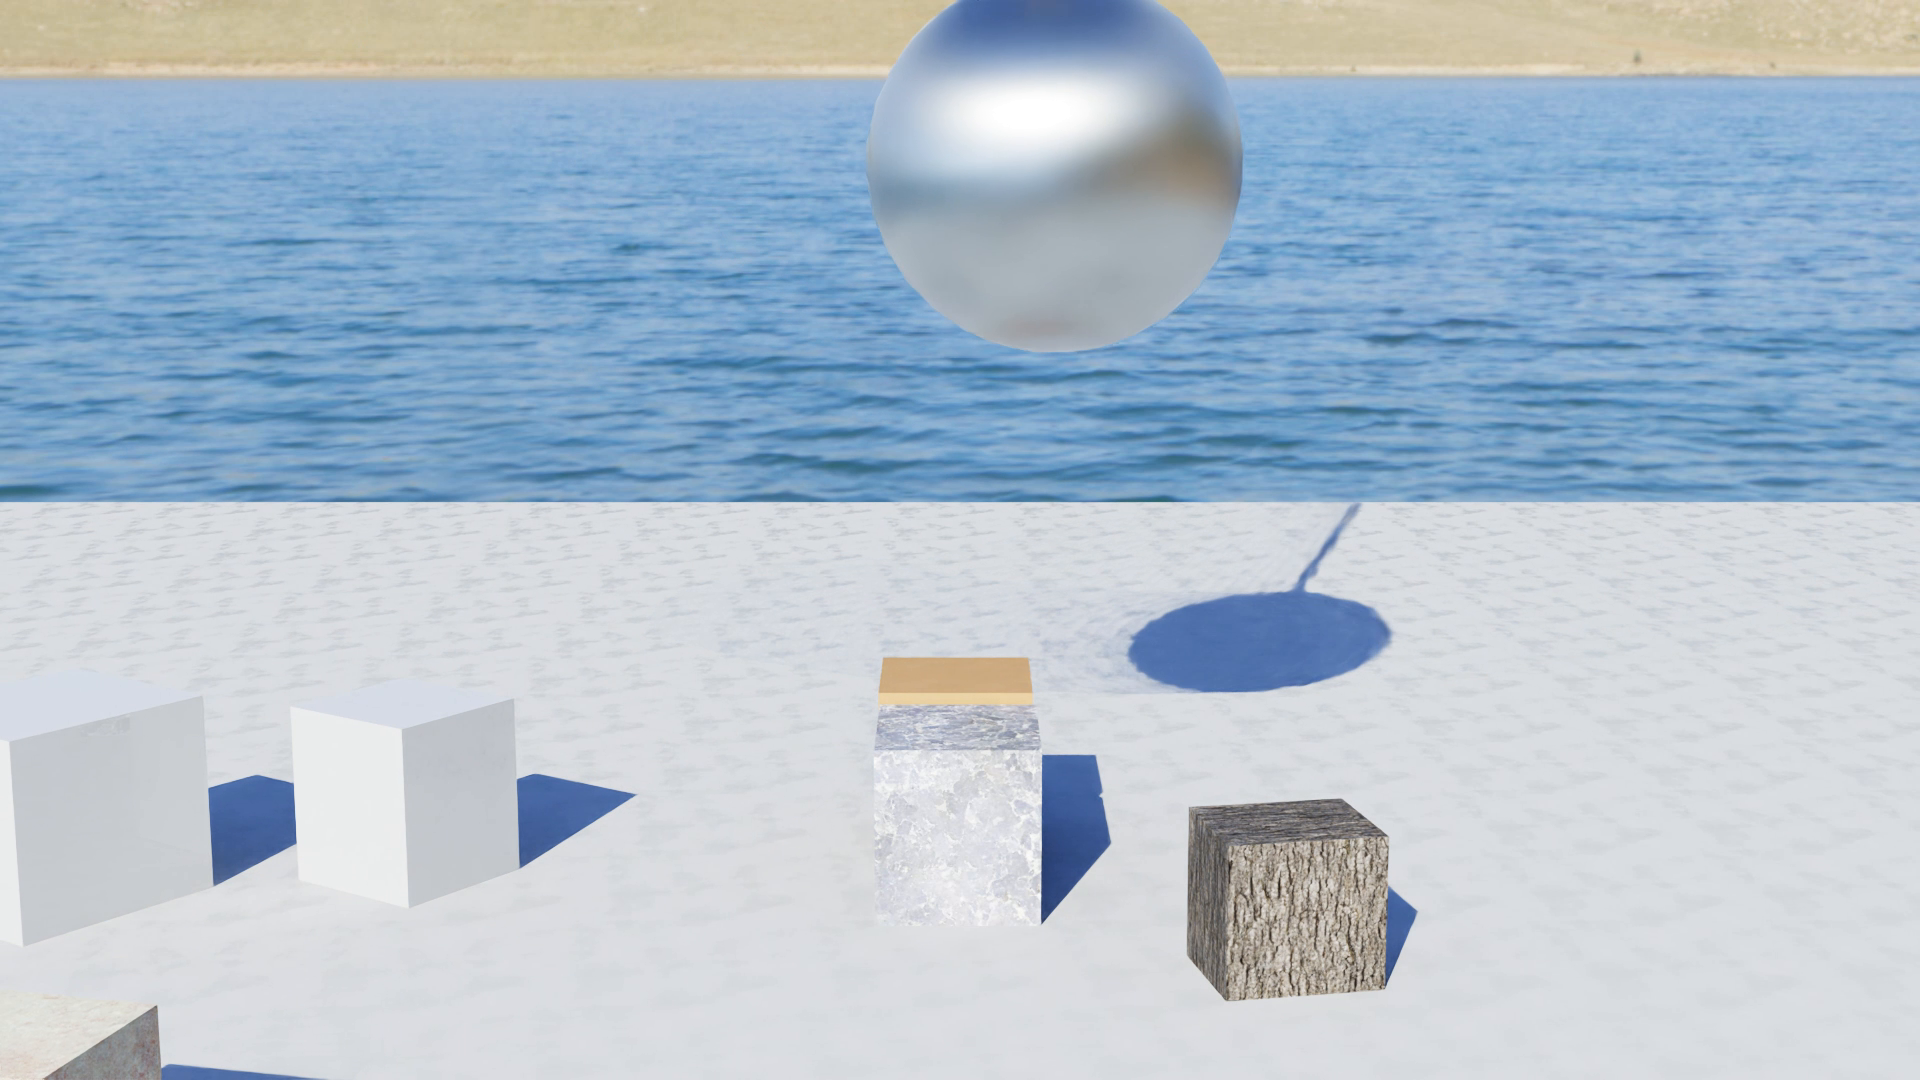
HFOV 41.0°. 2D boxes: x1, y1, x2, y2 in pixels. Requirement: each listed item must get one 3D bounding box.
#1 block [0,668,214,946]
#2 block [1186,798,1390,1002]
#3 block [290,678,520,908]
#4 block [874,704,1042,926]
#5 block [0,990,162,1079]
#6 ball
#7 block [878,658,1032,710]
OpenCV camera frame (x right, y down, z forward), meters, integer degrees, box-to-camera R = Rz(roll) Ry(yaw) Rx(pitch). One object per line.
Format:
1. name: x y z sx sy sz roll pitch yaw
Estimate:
1. block: -3.901 1.118 11.008 0.883 0.862 0.956 7 13 35
2. block: 1.281 1.406 10.100 0.641 0.619 0.540 -2 11 -11
3. block: -2.443 1.099 11.325 0.691 0.786 0.667 7 12 34
4. block: -0.009 1.169 11.028 0.692 0.754 0.783 0 10 0
5. block: -2.897 1.804 7.745 0.719 0.679 0.635 3 11 14
6. ball: 0.401 -1.595 10.890 1.600 1.600 1.600 0 10 0
7. block: -0.019 1.009 11.766 0.683 0.805 0.708 0 10 0
